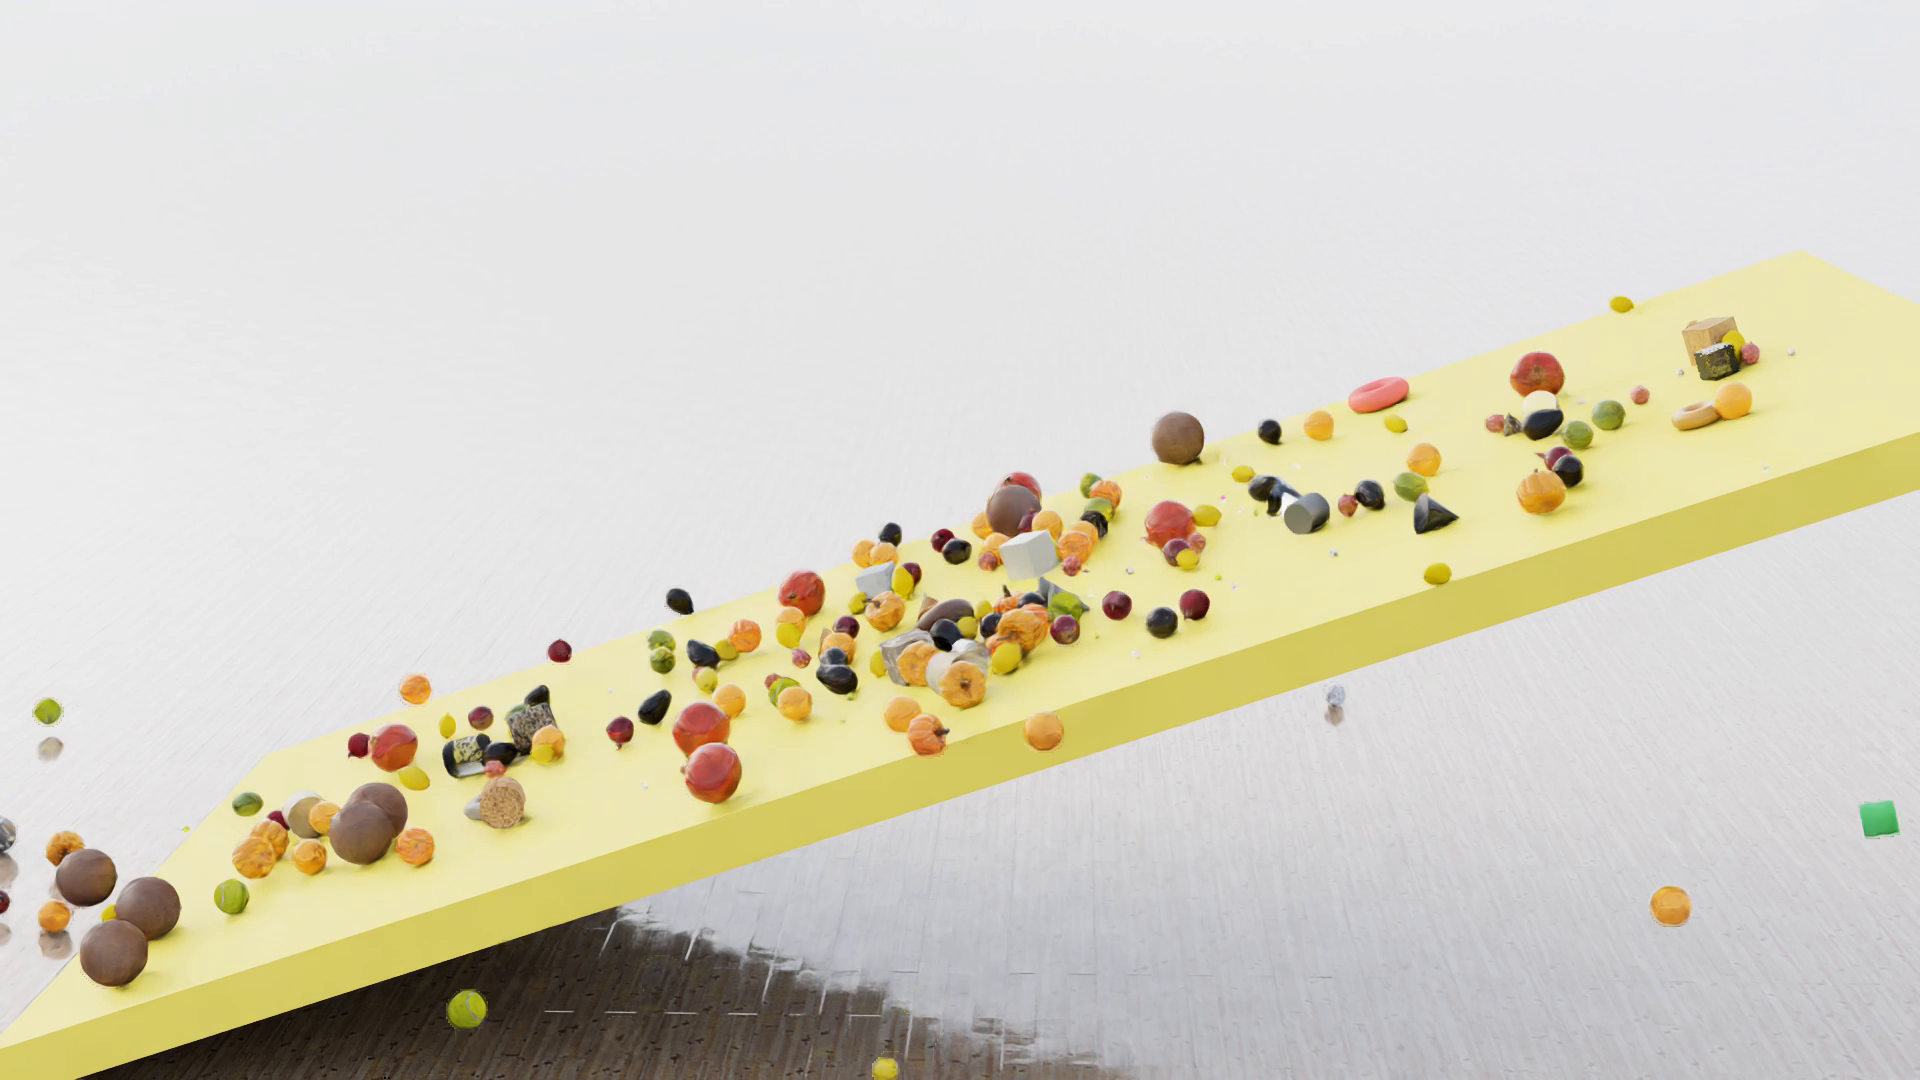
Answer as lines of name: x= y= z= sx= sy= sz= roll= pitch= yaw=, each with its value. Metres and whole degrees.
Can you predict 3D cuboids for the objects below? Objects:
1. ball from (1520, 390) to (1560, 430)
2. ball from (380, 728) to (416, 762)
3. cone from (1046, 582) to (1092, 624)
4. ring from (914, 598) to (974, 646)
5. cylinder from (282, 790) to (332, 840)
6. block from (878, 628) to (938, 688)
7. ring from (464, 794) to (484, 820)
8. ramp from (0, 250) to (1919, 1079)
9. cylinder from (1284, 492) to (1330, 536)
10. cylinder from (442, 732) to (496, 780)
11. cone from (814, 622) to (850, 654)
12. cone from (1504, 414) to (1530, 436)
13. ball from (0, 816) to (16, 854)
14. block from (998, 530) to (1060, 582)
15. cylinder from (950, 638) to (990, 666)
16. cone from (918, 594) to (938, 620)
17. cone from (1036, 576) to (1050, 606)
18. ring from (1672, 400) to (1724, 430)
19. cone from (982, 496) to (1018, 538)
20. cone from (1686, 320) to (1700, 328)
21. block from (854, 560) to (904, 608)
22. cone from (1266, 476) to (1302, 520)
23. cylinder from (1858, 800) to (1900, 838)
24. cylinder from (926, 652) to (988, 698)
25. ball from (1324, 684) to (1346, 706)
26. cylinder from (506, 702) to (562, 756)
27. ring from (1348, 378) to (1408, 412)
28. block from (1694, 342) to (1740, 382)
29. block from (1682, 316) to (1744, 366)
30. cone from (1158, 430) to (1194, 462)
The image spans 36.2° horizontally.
ball: x=1.212 y=-0.272 z=6.139 sx=0.081 sy=0.081 sz=0.081 roll=0 pitch=12 yaw=0
ball: x=-1.299 y=0.475 z=6.801 sx=0.081 sy=0.081 sz=0.081 roll=0 pitch=12 yaw=0
cone: x=0.224 y=0.134 z=5.958 sx=0.088 sy=0.088 sz=0.088 roll=7 pitch=12 yaw=-5
ring: x=-0.033 y=0.171 z=6.075 sx=0.137 sy=0.137 sz=0.046 roll=-12 pitch=60 yaw=-43
cylinder: x=-1.414 y=0.594 z=6.366 sx=0.093 sy=0.093 sz=0.093 roll=-5 pitch=7 yaw=-21
block: x=-0.099 y=0.236 z=5.894 sx=0.084 sy=0.084 sz=0.084 roll=-23 pitch=11 yaw=-19
ring: x=-0.960 y=0.539 z=6.014 sx=0.112 sy=0.037 sz=0.112 roll=-18 pitch=12 yaw=4
ramp: x=0.108 y=0.180 z=6.304 sx=4.000 sy=0.100 sz=2.000 roll=-18 pitch=11 yaw=6
cylinder: x=0.705 y=-0.054 z=5.973 sx=0.069 sy=0.069 sz=0.069 roll=10 pitch=27 yaw=38
cylinder: x=-1.072 y=0.471 z=6.420 sx=0.083 sy=0.083 sz=0.083 roll=-21 pitch=7 yaw=16
cone: x=-0.262 y=0.229 z=6.344 sx=0.076 sy=0.076 sz=0.076 roll=28 pitch=5 yaw=-17
cone: x=1.176 y=-0.238 z=6.192 sx=0.051 sy=0.051 sz=0.051 roll=8 pitch=13 yaw=2
ball: x=-2.290 y=0.700 z=6.986 sx=0.092 sy=0.092 sz=0.092 roll=0 pitch=12 yaw=0
block: x=0.152 y=0.034 z=6.461 sx=0.083 sy=0.083 sz=0.083 roll=-8 pitch=15 yaw=45
cylinder: x=0.020 y=0.227 z=5.796 sx=0.060 sy=0.060 sz=0.060 roll=-5 pitch=5 yaw=-21
cone: x=-0.067 y=0.139 z=6.283 sx=0.068 sy=0.068 sz=0.068 roll=-4 pitch=49 yaw=-17
cone: x=0.197 y=0.111 z=6.144 sx=0.067 sy=0.067 sz=0.067 roll=7 pitch=12 yaw=-4
ring: x=1.439 y=-0.244 z=5.736 sx=0.103 sy=0.034 sz=0.103 roll=-19 pitch=9 yaw=3
cone: x=0.082 y=-0.066 z=7.054 sx=0.091 sy=0.091 sz=0.091 roll=-19 pitch=11 yaw=4
cone: x=1.628 y=-0.449 z=6.438 sx=0.059 sy=0.059 sz=0.059 roll=11 pitch=5 yaw=-29
block: x=-0.184 y=0.102 z=6.726 sx=0.075 sy=0.075 sz=0.075 roll=-15 pitch=12 yaw=21
cone: x=0.703 y=-0.078 z=6.167 sx=0.095 sy=0.095 sz=0.095 roll=13 pitch=16 yaw=18
cylinder: x=1.578 y=0.479 z=5.053 sx=0.057 sy=0.057 sz=0.057 roll=-11 pitch=9 yaw=15
cylinder: x=-0.006 y=0.258 z=5.620 sx=0.086 sy=0.086 sz=0.086 roll=-7 pitch=3 yaw=-30
ball: x=1.057 y=0.435 z=8.285 sx=0.063 sy=0.063 sz=0.063 roll=0 pitch=12 yaw=0
cylinder: x=-0.932 y=0.413 z=6.435 sx=0.094 sy=0.094 sz=0.094 roll=-20 pitch=15 yaw=-6
ring: x=0.991 y=-0.344 z=6.962 sx=0.150 sy=0.050 sz=0.150 roll=-20 pitch=12 yaw=4
block: x=1.560 y=-0.367 z=6.063 sx=0.060 sy=0.060 sz=0.060 roll=-22 pitch=11 yaw=-12
block: x=1.592 y=-0.421 z=6.223 sx=0.079 sy=0.079 sz=0.079 roll=-25 pitch=12 yaw=-26
cone: x=0.537 y=-0.214 z=7.141 sx=0.083 sy=0.083 sz=0.083 roll=24 pitch=24 yaw=34
